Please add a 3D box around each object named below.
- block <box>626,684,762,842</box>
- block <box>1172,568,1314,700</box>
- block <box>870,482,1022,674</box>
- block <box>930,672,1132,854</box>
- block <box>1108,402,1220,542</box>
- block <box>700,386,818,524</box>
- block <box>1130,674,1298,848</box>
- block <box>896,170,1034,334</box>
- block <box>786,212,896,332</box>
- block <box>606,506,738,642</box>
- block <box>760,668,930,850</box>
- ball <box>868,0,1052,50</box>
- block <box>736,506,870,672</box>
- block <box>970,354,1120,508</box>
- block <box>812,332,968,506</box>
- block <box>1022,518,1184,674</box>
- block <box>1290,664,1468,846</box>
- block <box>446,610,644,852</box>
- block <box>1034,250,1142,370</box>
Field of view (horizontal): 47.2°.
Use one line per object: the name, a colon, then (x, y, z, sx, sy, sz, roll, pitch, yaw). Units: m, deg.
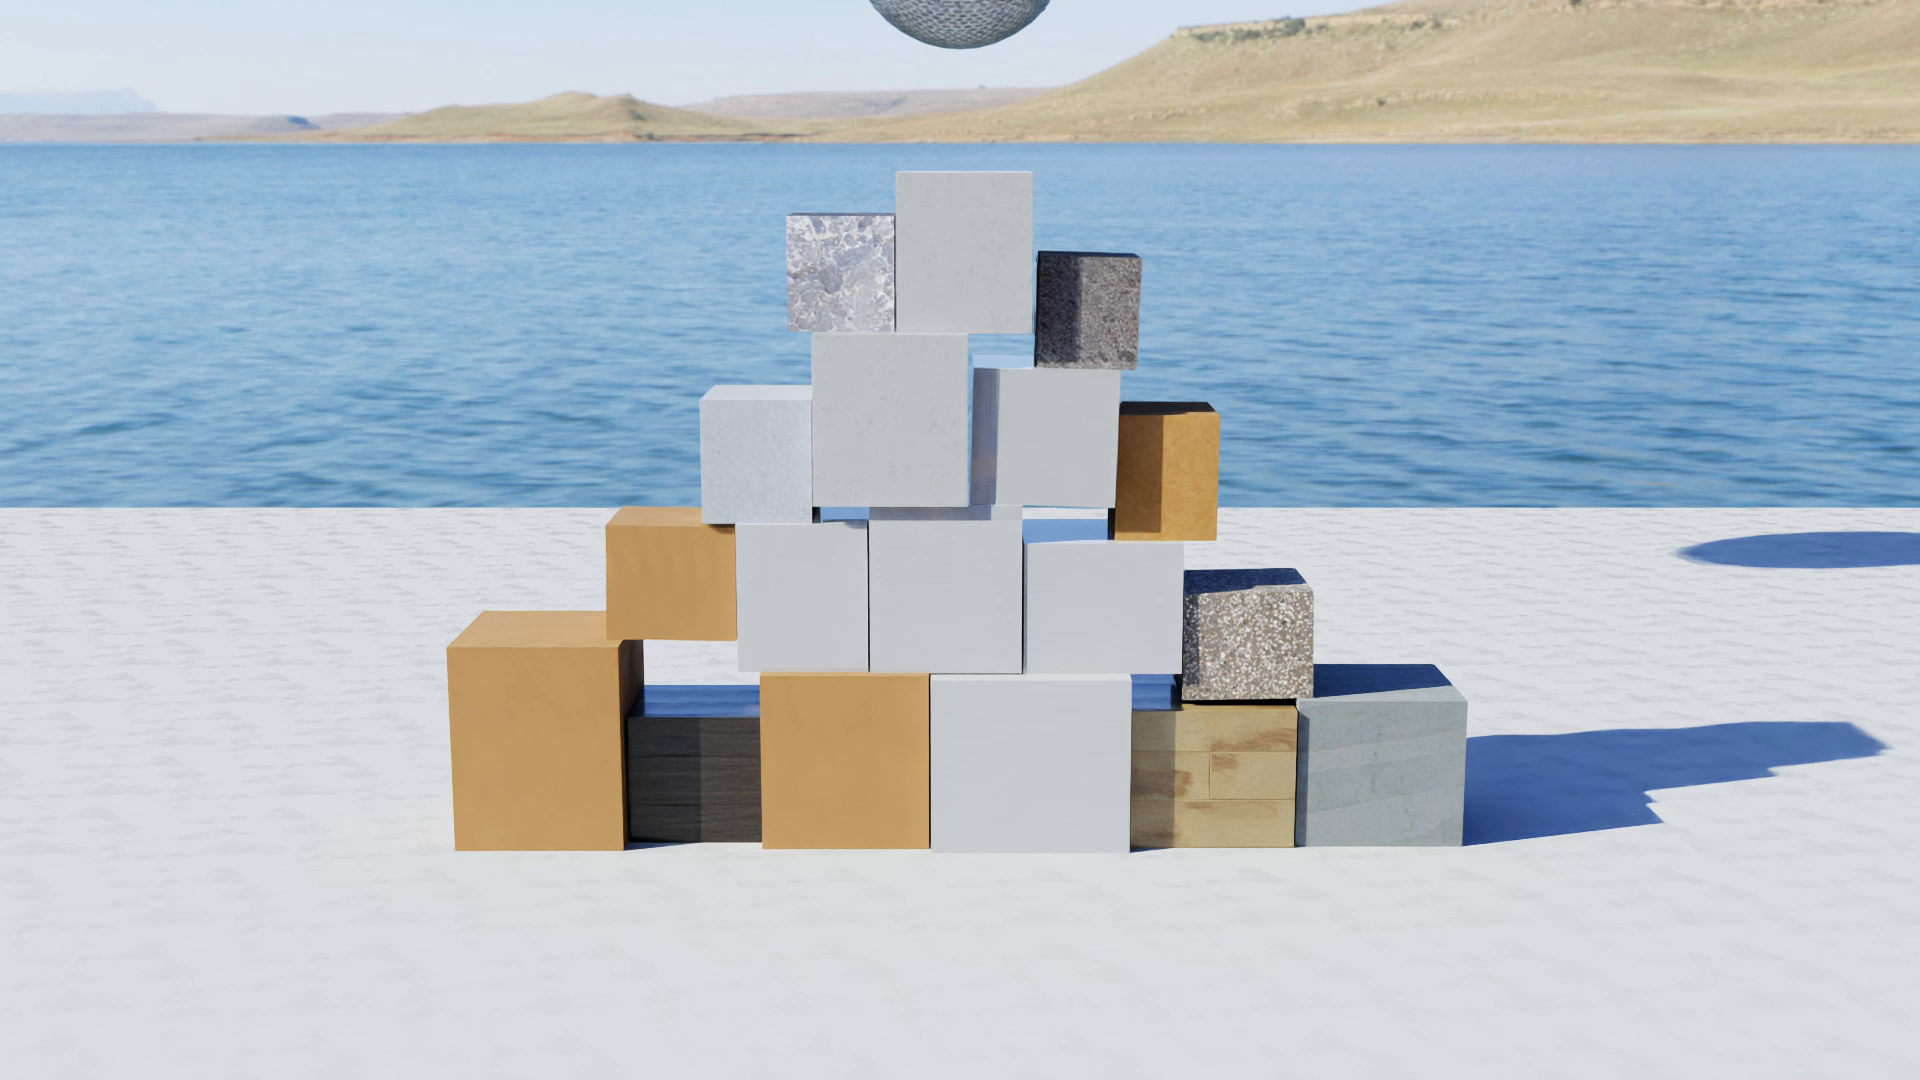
block: (-1.338, 1.151, 11.404, 0.672, 0.655, 0.669, 0, 10, 0)
block: (1.435, 0.474, 11.259, 0.653, 0.543, 0.620, -1, 10, 0)
block: (-0.070, 0.181, 11.219, 0.753, 0.846, 0.734, 0, 10, 0)
block: (0.350, 1.039, 11.377, 0.989, 0.886, 0.986, 0, 10, 0)
block: (1.024, -0.356, 11.135, 0.503, 0.625, 0.582, 0, 10, 0)
block: (-1.001, -0.442, 11.120, 0.543, 0.614, 0.653, 0, 10, 0)
block: (1.266, 1.129, 11.374, 0.822, 0.708, 0.788, 0, 10, 0)
block: (0.021, -1.436, 10.899, 0.658, 0.771, 0.628, 0, 10, 0)
block: (-0.580, -1.337, 10.935, 0.523, 0.561, 0.477, 0, 10, 0)
block: (-1.436, 0.165, 11.222, 0.650, 0.579, 0.577, 1, 10, 0)
block: (-0.573, 1.035, 11.378, 0.837, 0.892, 0.865, 0, 10, 0)
ball: (0.000, -4.306, 15.637, 1.600, 1.600, 1.600, 0, 10, 0)
block: (-0.781, 0.228, 11.237, 0.649, 0.746, 0.703, 0, 10, 0)
block: (0.414, -0.557, 11.065, 0.714, 0.669, 0.681, 2, 10, 0)
block: (-0.340, -0.647, 11.059, 0.755, 0.840, 0.798, 0, 10, 0)
block: (0.709, 0.278, 11.242, 0.788, 0.660, 0.723, 0, 10, 0)
block: (2.107, 1.102, 11.399, 0.841, 0.753, 0.799, 0, 10, 0)
block: (-2.105, 0.965, 11.336, 0.844, 1.045, 0.863, 0, 10, 0)
block: (0.630, -1.150, 10.965, 0.490, 0.545, 0.505, 2, 10, 0)
